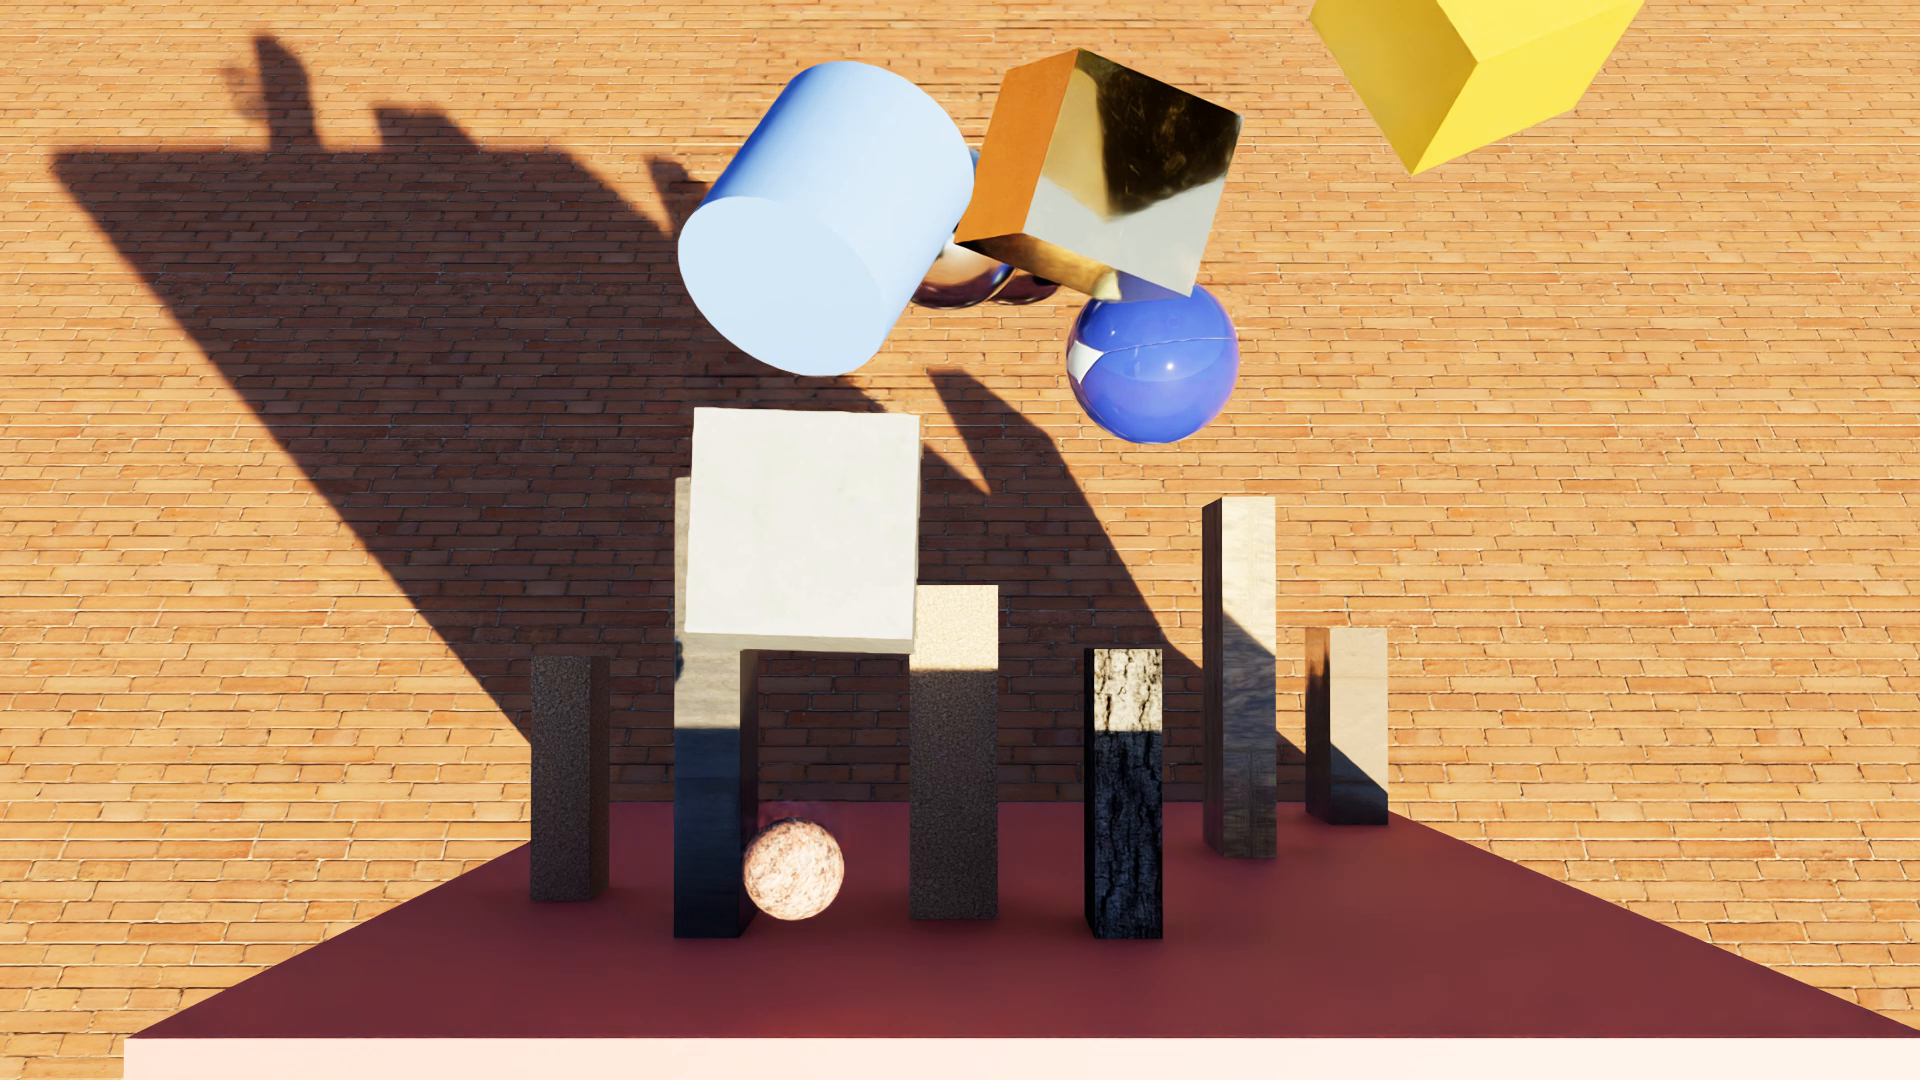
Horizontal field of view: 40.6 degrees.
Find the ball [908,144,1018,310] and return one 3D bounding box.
[{"bbox_3d":[-0.014,-0.350,2.897,0.186,0.186,0.186,0,36,0],"label":"ball"}]

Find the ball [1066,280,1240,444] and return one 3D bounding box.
[{"bbox_3d":[0.223,-0.211,3.002,0.201,0.201,0.201,0,36,0],"label":"ball"}]

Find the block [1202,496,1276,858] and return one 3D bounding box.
[{"bbox_3d":[0.576,0.280,5.389,0.105,0.718,0.439,0,-2,0],"label":"block"}]

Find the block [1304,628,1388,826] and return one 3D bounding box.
[{"bbox_3d":[0.929,0.441,6.269,0.133,0.458,0.445,0,-2,0],"label":"block"}]

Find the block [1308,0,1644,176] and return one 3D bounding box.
[{"bbox_3d":[0.453,-0.472,2.295,0.181,0.181,0.181,-24,73,-18],"label":"block"}]

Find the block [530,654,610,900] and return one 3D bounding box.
[{"bbox_3d":[-0.669,0.403,4.470,0.099,0.408,0.245,0,-2,0],"label":"block"}]

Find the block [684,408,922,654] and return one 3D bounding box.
[{"bbox_3d":[-0.139,-0.004,2.382,0.199,0.199,0.199,2,-6,0],"label":"block"}]

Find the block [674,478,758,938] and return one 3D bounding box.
[{"bbox_3d":[-0.372,0.252,3.996,0.096,0.675,0.353,0,-2,0],"label":"block"}]

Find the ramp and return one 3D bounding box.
[{"bbox_3d":[0.078,0.671,4.862,2.000,0.100,4.000,0,-2,0],"label":"ramp"}]

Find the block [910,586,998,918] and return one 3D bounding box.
[{"bbox_3d":[-0.010,0.339,4.286,0.138,0.521,0.423,0,-2,0],"label":"block"}]

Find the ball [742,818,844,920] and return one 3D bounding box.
[{"bbox_3d":[-0.197,0.388,3.070,0.121,0.121,0.121,0,36,0],"label":"ball"}]

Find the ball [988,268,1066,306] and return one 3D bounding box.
[{"bbox_3d":[0.065,-0.370,3.063,0.186,0.186,0.186,0,36,0],"label":"ball"}]

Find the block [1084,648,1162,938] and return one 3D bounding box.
[{"bbox_3d":[0.247,0.377,3.970,0.099,0.423,0.329,0,-2,0],"label":"block"}]

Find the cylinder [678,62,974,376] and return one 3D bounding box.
[{"bbox_3d":[-0.123,-0.300,2.424,0.208,0.208,0.208,14,49,18],"label":"cylinder"}]

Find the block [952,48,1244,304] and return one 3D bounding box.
[{"bbox_3d":[0.140,-0.369,2.671,0.192,0.192,0.192,19,-4,-21],"label":"block"}]
